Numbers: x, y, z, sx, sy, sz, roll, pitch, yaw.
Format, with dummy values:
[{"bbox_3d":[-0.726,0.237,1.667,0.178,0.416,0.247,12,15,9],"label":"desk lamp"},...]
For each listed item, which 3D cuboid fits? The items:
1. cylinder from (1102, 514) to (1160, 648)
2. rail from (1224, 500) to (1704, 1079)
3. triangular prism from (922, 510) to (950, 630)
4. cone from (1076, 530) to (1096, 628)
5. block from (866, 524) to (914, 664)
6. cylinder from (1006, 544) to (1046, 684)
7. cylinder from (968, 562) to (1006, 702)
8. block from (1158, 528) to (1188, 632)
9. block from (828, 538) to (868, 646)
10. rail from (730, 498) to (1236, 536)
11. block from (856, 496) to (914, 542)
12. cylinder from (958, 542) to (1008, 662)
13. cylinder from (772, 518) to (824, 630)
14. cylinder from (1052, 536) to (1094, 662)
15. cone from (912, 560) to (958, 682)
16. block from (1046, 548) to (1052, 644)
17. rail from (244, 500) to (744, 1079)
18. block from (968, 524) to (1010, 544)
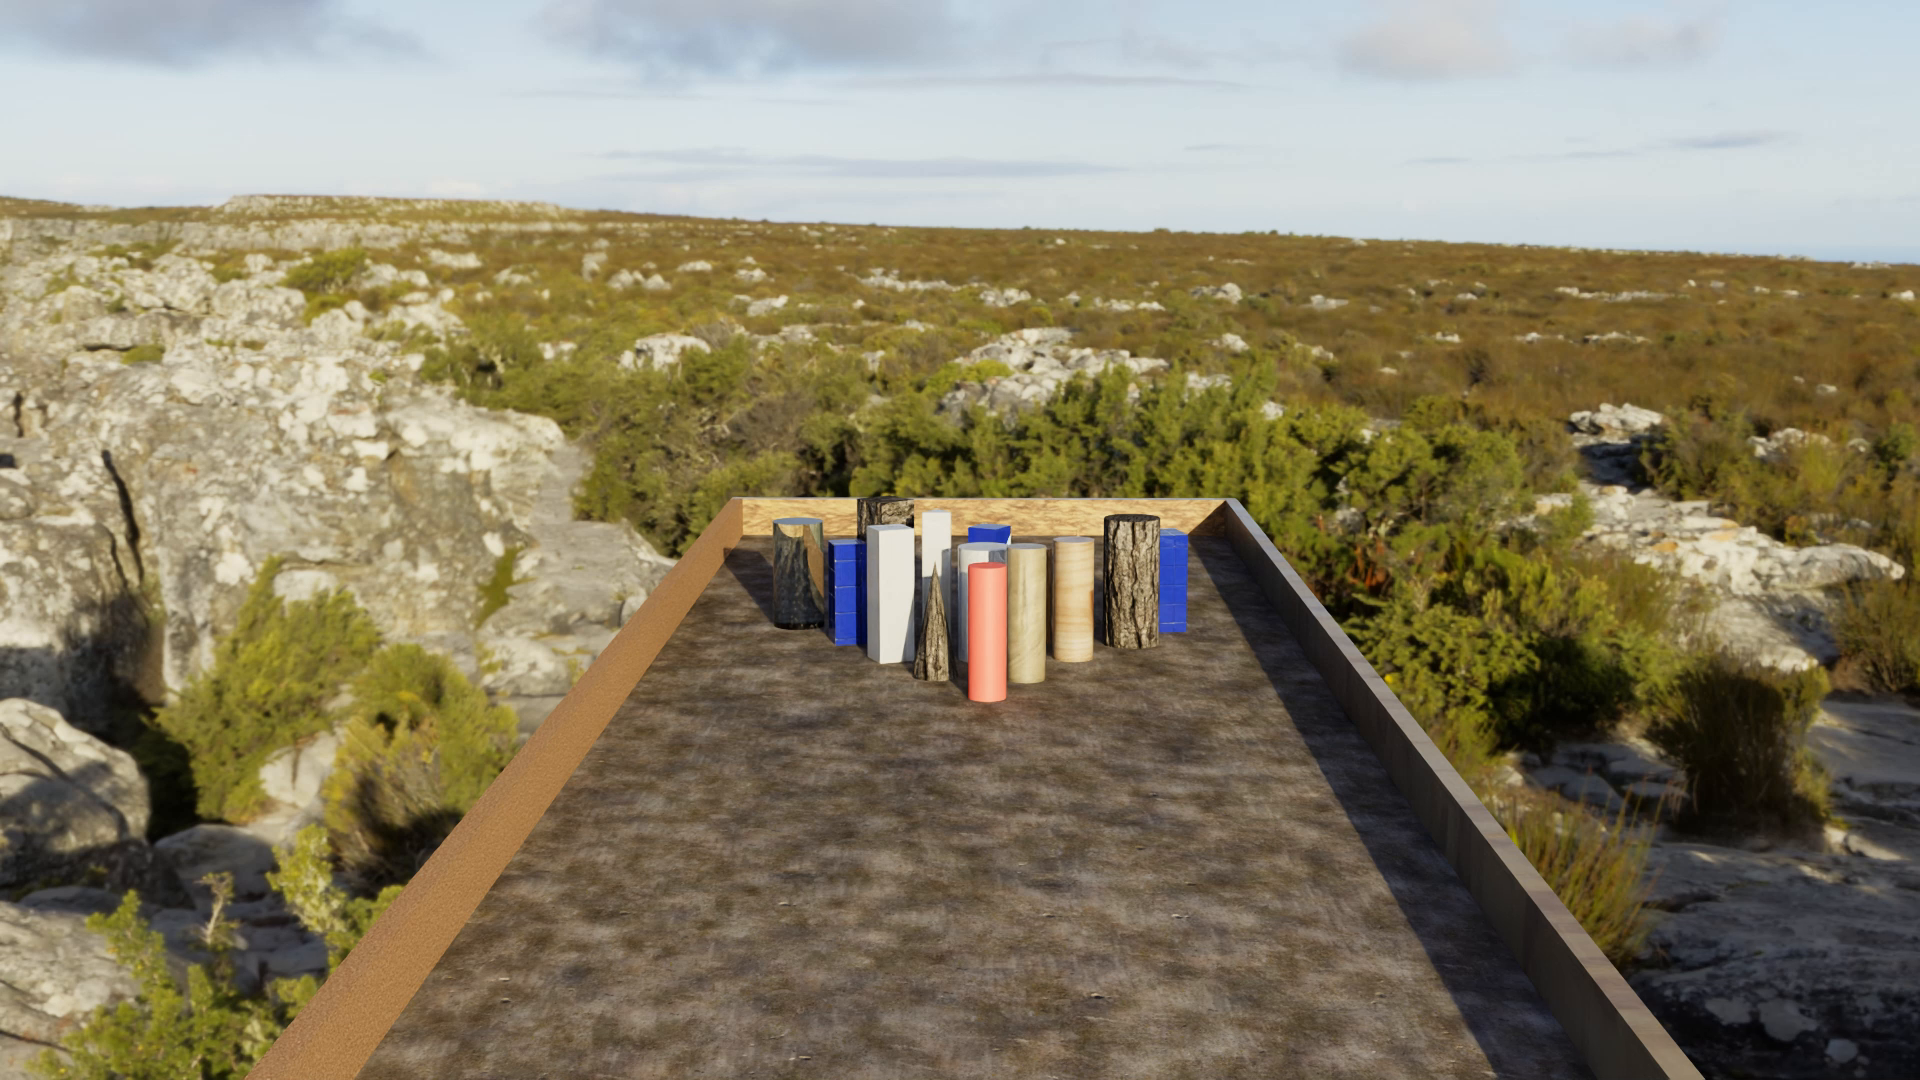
[{"bbox_3d":[0.539,0.128,6.920,0.177,0.401,0.177,0,9,0],"label":"cylinder"},{"bbox_3d":[1.046,0.843,3.208,0.050,0.150,12.000,0,9,1],"label":"rail"},{"bbox_3d":[-0.073,0.116,6.935,0.089,0.421,0.077,0,9,1],"label":"triangular prism"},{"bbox_3d":[0.383,0.120,7.178,0.123,0.336,0.123,0,9,0],"label":"cone"},{"bbox_3d":[-0.211,0.162,6.688,0.112,0.406,0.112,-4,10,-22],"label":"block"},{"bbox_3d":[0.193,0.212,6.412,0.116,0.394,0.116,0,9,0],"label":"cylinder"},{"bbox_3d":[0.077,0.258,6.178,0.109,0.378,0.109,0,9,0],"label":"cylinder"},{"bbox_3d":[0.647,0.132,7.166,0.149,0.317,0.149,-2,9,-10],"label":"block"},{"bbox_3d":[-0.355,0.164,6.954,0.103,0.320,0.103,-2,9,-15],"label":"block"},{"bbox_3d":[0.099,-0.098,9.147,2.100,0.150,0.050,0,9,1],"label":"rail"},{"bbox_3d":[-0.242,0.077,7.164,0.133,0.425,0.133,-7,12,-39],"label":"block"},{"bbox_3d":[0.076,0.191,6.703,0.167,0.346,0.167,0,9,0],"label":"cylinder"},{"bbox_3d":[-0.529,0.109,7.215,0.166,0.346,0.166,0,9,0],"label":"cylinder"},{"bbox_3d":[0.346,0.180,6.705,0.126,0.366,0.126,0,9,0],"label":"cylinder"},{"bbox_3d":[-0.073,0.230,6.451,0.135,0.347,0.135,0,9,0],"label":"cone"},{"bbox_3d":[0.213,0.176,6.935,0.107,0.302,0.107,-8,12,-41],"label":"block"},{"bbox_3d":[-1.004,0.839,3.234,0.050,0.150,12.000,0,9,1],"label":"rail"},{"bbox_3d":[0.096,0.122,7.167,0.102,0.336,0.102,5,10,29],"label":"block"}]
